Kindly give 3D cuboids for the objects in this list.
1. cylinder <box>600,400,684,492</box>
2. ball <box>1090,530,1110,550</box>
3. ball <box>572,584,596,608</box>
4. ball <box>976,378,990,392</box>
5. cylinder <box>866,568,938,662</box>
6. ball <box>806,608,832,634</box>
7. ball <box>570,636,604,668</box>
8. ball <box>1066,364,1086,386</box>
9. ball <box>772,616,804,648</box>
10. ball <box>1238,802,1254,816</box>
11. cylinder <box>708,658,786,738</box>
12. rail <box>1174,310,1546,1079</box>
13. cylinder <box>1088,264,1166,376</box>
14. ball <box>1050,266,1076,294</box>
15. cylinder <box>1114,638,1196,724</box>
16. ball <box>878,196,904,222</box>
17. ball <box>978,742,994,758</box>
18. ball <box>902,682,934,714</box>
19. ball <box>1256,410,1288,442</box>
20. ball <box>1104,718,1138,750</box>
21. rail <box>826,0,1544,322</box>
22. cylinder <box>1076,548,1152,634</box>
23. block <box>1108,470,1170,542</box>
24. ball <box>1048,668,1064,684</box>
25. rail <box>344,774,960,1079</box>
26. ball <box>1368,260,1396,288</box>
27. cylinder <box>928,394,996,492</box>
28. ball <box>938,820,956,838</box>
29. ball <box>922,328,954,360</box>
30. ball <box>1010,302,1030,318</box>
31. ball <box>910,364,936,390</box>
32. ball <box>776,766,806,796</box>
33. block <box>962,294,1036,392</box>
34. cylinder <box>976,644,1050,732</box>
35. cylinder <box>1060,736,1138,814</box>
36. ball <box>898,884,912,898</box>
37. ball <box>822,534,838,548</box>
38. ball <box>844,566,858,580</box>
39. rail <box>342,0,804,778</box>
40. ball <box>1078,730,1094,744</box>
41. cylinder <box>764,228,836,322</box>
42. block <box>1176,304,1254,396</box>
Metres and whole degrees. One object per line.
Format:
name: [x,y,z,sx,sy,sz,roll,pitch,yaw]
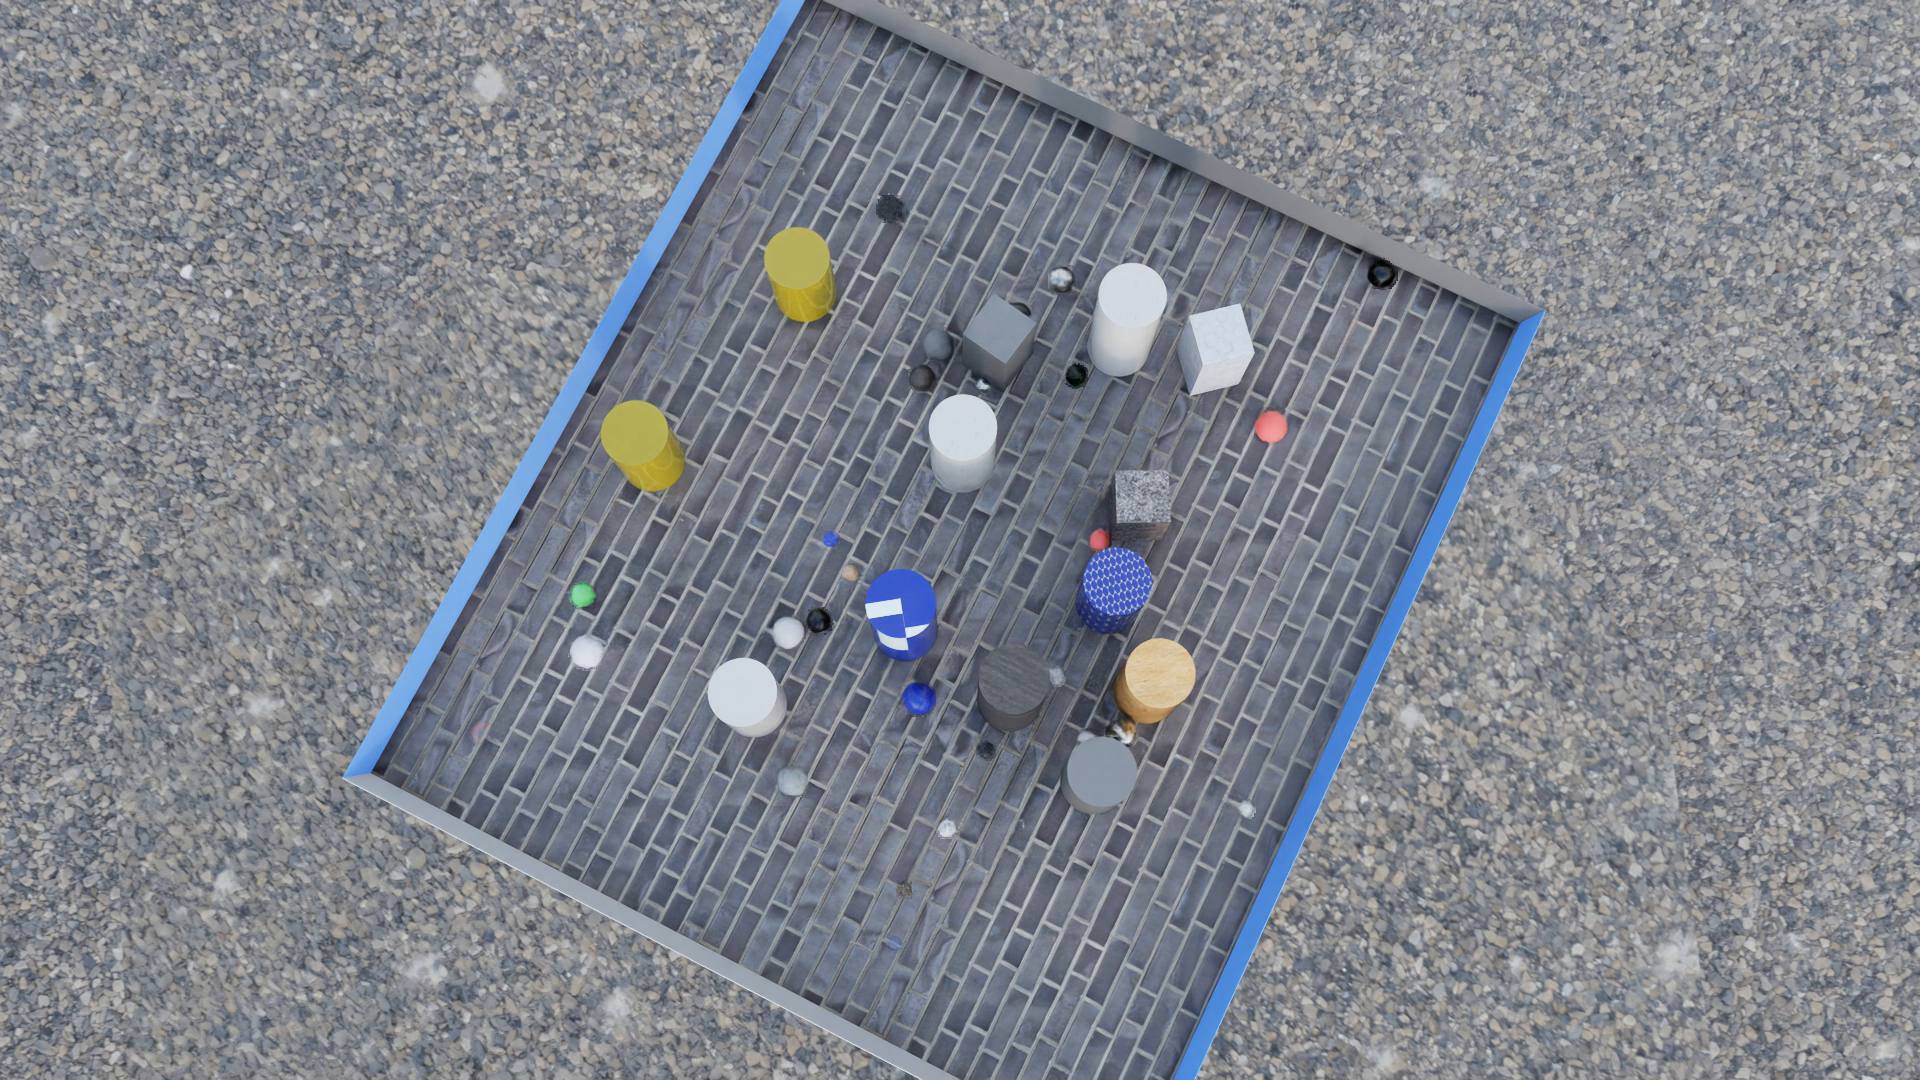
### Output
cylinder: [-0.949,-0.279,5.504,0.197,0.333,0.197,0,78,0]
ball: [0.426,-0.001,5.585,0.063,0.063,0.063,0,78,0]
ball: [-1.140,0.167,5.546,0.071,0.071,0.071,0,78,0]
ball: [0.071,-0.482,5.694,0.044,0.044,0.044,0,78,0]
cylinder: [-0.165,0.224,5.332,0.197,0.466,0.197,0,78,0]
ball: [-0.426,0.245,5.527,0.075,0.075,0.075,0,78,0]
ball: [-1.118,0.335,5.497,0.098,0.098,0.098,0,78,0]
ball: [0.360,-0.511,5.688,0.067,0.067,0.067,0,78,0]
ball: [-0.518,0.278,5.511,0.096,0.096,0.096,0,78,0]
ball: [0.846,0.796,5.429,0.045,0.045,0.045,0,78,0]
cylinder: [-0.618,0.464,5.361,0.197,0.312,0.197,0,78,0]
rail: [1.134,0.562,5.434,0.045,0.128,2.892,26,80,5]
cylinder: [0.497,-0.655,5.507,0.197,0.480,0.197,0,78,0]
ball: [0.321,-0.815,5.743,0.082,0.082,0.082,0,78,0]
cylinder: [0.561,0.414,5.323,0.197,0.408,0.197,0,78,0]
ball: [-0.218,-1.047,5.791,0.082,0.082,0.082,0,78,0]
ball: [0.078,0.626,5.461,0.051,0.051,0.051,0,78,0]
ball: [-0.124,0.472,5.470,0.095,0.095,0.095,0,78,0]
ball: [0.958,-0.349,5.640,0.097,0.097,0.097,0,78,0]
ball: [0.479,0.580,5.447,0.097,0.097,0.097,0,78,0]
rail: [0.636,-1.239,5.807,2.583,0.128,0.045,26,80,5]
cylinder: [0.450,0.154,5.405,0.197,0.353,0.197,0,78,0]
block: [0.536,-0.102,5.504,0.158,0.262,0.158,-1,78,0]
ball: [0.286,0.408,5.506,0.052,0.052,0.052,0,78,0]
rail: [-0.636,1.253,5.291,2.583,0.128,0.045,26,80,5]
ball: [1.322,-0.833,5.746,0.084,0.084,0.084,0,78,0]
cylinder: [0.009,-0.283,5.468,0.197,0.407,0.197,0,78,0]
ball: [-0.038,0.852,5.414,0.052,0.052,0.052,0,78,0]
ball: [-0.067,-0.608,5.693,0.097,0.097,0.097,0,78,0]
ball: [0.178,-0.700,5.718,0.085,0.085,0.085,0,78,0]
ball: [-0.117,-0.503,5.680,0.081,0.081,0.081,0,78,0]
ball: [-0.498,0.713,5.424,0.088,0.088,0.088,0,78,0]
block: [0.117,-0.597,5.585,0.158,0.305,0.158,36,81,7]
cylinder: [0.149,0.430,5.285,0.197,0.474,0.197,0,78,0]
cylinder: [0.397,0.683,5.295,0.197,0.353,0.197,0,78,0]
ball: [-0.164,1.029,5.382,0.042,0.042,0.042,0,78,0]
ball: [-0.397,0.001,5.594,0.045,0.045,0.045,0,78,0]
ball: [-0.331,0.101,5.572,0.046,0.046,0.046,0,78,0]
rail: [-1.134,-0.548,5.664,0.045,0.128,2.892,26,80,5]
ball: [0.378,0.593,5.468,0.050,0.050,0.050,0,78,0]
cylinder: [-0.488,-0.812,5.629,0.197,0.304,0.197,0,78,0]
block: [0.773,-0.575,5.571,0.158,0.323,0.158,-14,79,-3]
